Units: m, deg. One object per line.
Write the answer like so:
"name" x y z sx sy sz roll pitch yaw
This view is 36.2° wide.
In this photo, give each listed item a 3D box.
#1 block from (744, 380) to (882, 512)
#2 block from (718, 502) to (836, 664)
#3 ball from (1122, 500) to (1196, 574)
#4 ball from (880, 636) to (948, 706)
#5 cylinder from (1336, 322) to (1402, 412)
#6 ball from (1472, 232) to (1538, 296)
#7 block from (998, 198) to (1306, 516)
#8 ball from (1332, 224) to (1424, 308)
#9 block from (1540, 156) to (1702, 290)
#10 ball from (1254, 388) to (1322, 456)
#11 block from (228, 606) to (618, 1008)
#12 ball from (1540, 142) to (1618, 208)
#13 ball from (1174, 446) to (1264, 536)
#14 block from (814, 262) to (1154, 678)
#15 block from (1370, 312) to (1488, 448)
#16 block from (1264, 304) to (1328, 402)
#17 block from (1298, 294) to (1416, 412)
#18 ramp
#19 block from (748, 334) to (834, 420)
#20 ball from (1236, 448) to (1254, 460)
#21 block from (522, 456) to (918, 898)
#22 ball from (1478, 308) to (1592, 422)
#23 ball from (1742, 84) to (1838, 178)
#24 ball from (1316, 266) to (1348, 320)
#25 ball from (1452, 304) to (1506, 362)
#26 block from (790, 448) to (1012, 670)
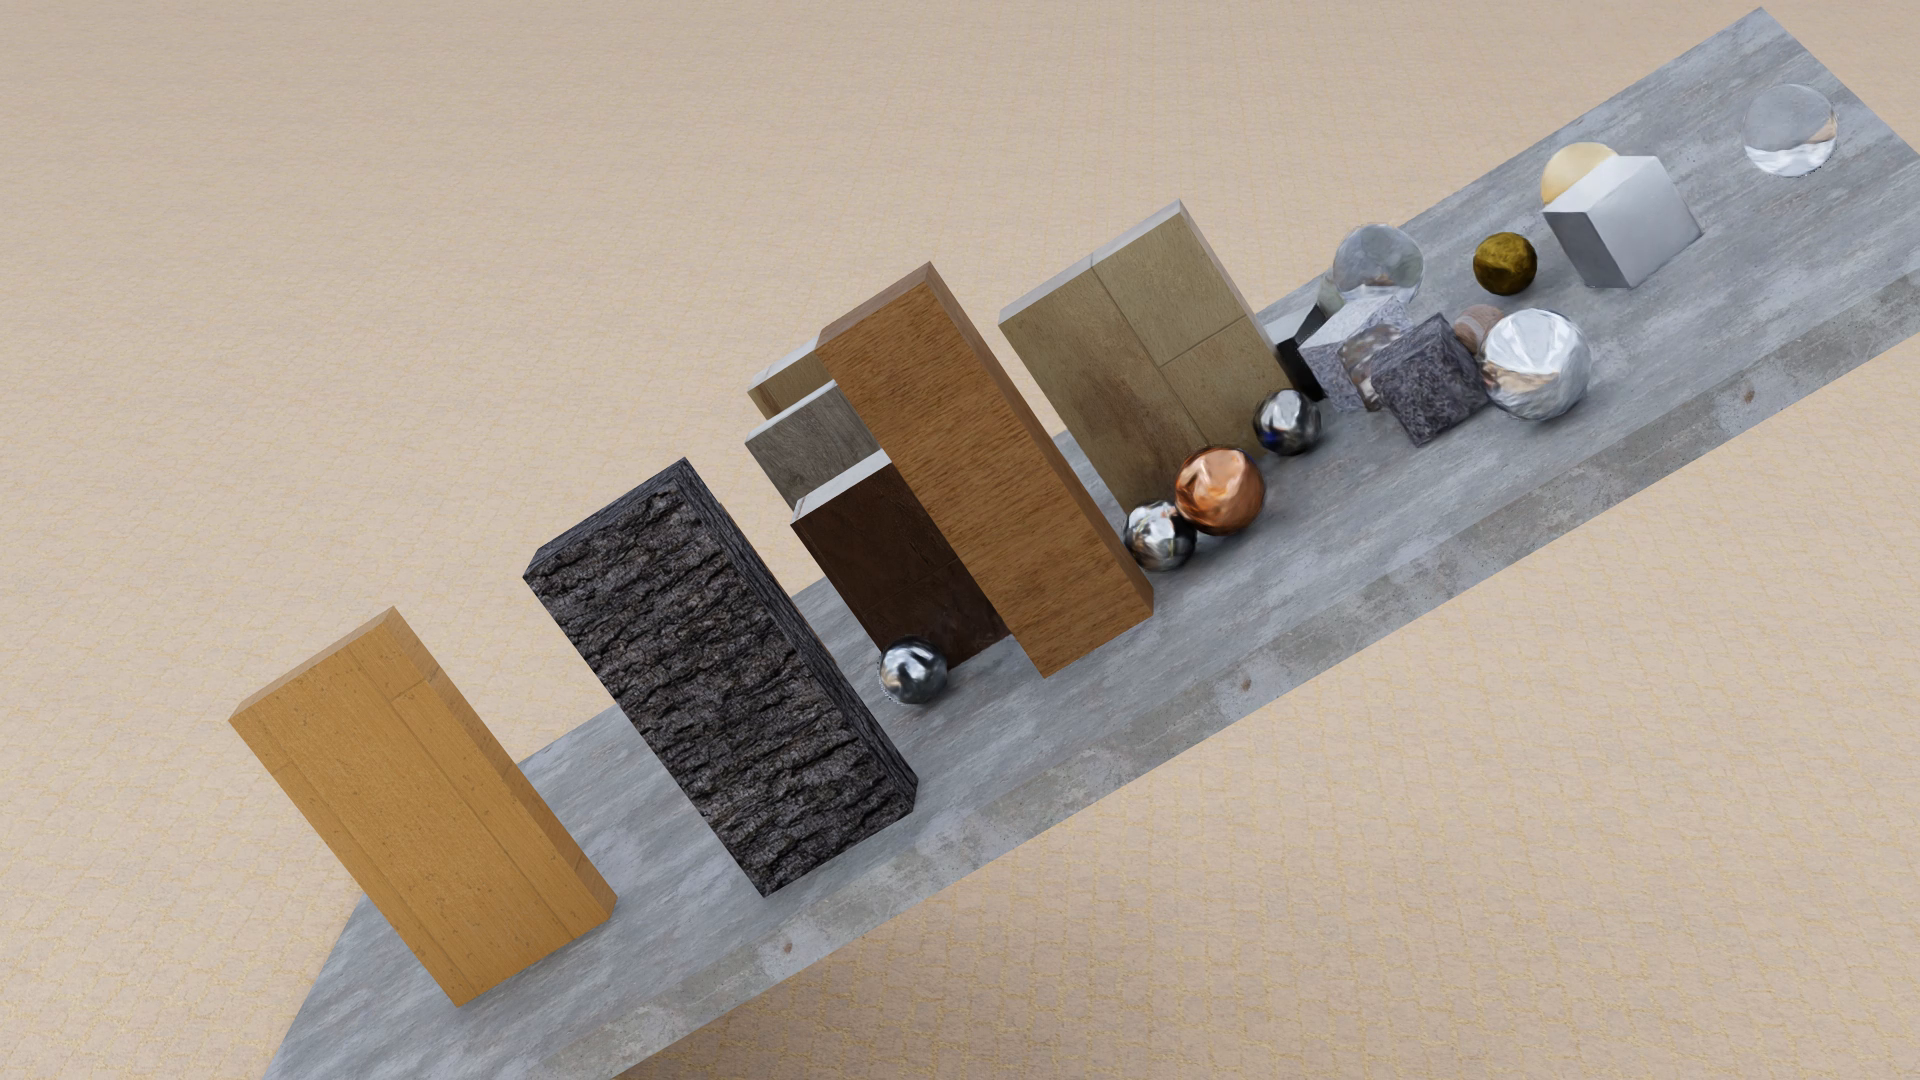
"block" -0.213 -0.131 6.838 0.352 0.489 0.080 -31 16 14
"block" -0.515 0.175 6.603 0.255 0.459 0.084 -31 16 14
"ball" 0.396 -0.008 5.820 0.146 0.146 0.146 0 21 0
"ball" -0.095 0.269 6.038 0.140 0.140 0.140 0 21 0
"cylinder" 0.832 -0.342 5.810 0.130 0.130 0.130 -24 -15 -7
"ball" 1.115 -0.564 6.012 0.131 0.131 0.131 0 21 0
"block" 0.412 -0.361 6.116 0.441 0.534 0.116 -31 16 14
"ball" 0.867 -0.561 6.100 0.187 0.187 0.187 0 21 0
"block" 1.283 -0.616 5.710 0.182 0.182 0.182 -38 15 -9
"ball" 0.664 -0.237 5.964 0.137 0.137 0.137 0 21 0
"block" -1.103 0.558 6.075 0.401 0.780 0.095 -31 16 14
"ball" 1.285 -0.727 6.043 0.182 0.182 0.182 0 21 0
"ball" 0.506 -0.096 5.742 0.177 0.177 0.177 0 21 0
"block" 0.054 -0.131 5.677 0.252 0.794 0.143 -31 16 14
"block" 0.895 -0.306 5.611 0.159 0.159 0.159 -34 13 19
"block" 0.713 -0.380 6.263 0.153 0.153 0.153 -23 19 38
"block" 0.828 -0.380 6.000 0.162 0.162 0.162 -42 16 -24
"ramp" 0.139 0.171 6.298 4.000 0.100 2.000 -31 16 14
"block" -0.247 -0.235 7.142 0.271 0.532 0.134 -31 16 14
"ball" 0.543 -0.128 5.927 0.118 0.118 0.118 0 21 0
"block" -0.444 0.265 5.559 0.346 0.781 0.147 -31 16 14
"ball" 1.033 -0.315 5.287 0.202 0.202 0.202 0 21 0
"ball" 1.580 -0.780 5.602 0.177 0.177 0.177 0 21 0
"ball" 0.836 -0.525 6.270 0.149 0.149 0.149 0 21 0
"ball" 1.020 -0.403 5.748 0.114 0.114 0.114 0 21 0
"block" -0.087 0.037 6.136 0.326 0.446 0.148 -31 16 14
